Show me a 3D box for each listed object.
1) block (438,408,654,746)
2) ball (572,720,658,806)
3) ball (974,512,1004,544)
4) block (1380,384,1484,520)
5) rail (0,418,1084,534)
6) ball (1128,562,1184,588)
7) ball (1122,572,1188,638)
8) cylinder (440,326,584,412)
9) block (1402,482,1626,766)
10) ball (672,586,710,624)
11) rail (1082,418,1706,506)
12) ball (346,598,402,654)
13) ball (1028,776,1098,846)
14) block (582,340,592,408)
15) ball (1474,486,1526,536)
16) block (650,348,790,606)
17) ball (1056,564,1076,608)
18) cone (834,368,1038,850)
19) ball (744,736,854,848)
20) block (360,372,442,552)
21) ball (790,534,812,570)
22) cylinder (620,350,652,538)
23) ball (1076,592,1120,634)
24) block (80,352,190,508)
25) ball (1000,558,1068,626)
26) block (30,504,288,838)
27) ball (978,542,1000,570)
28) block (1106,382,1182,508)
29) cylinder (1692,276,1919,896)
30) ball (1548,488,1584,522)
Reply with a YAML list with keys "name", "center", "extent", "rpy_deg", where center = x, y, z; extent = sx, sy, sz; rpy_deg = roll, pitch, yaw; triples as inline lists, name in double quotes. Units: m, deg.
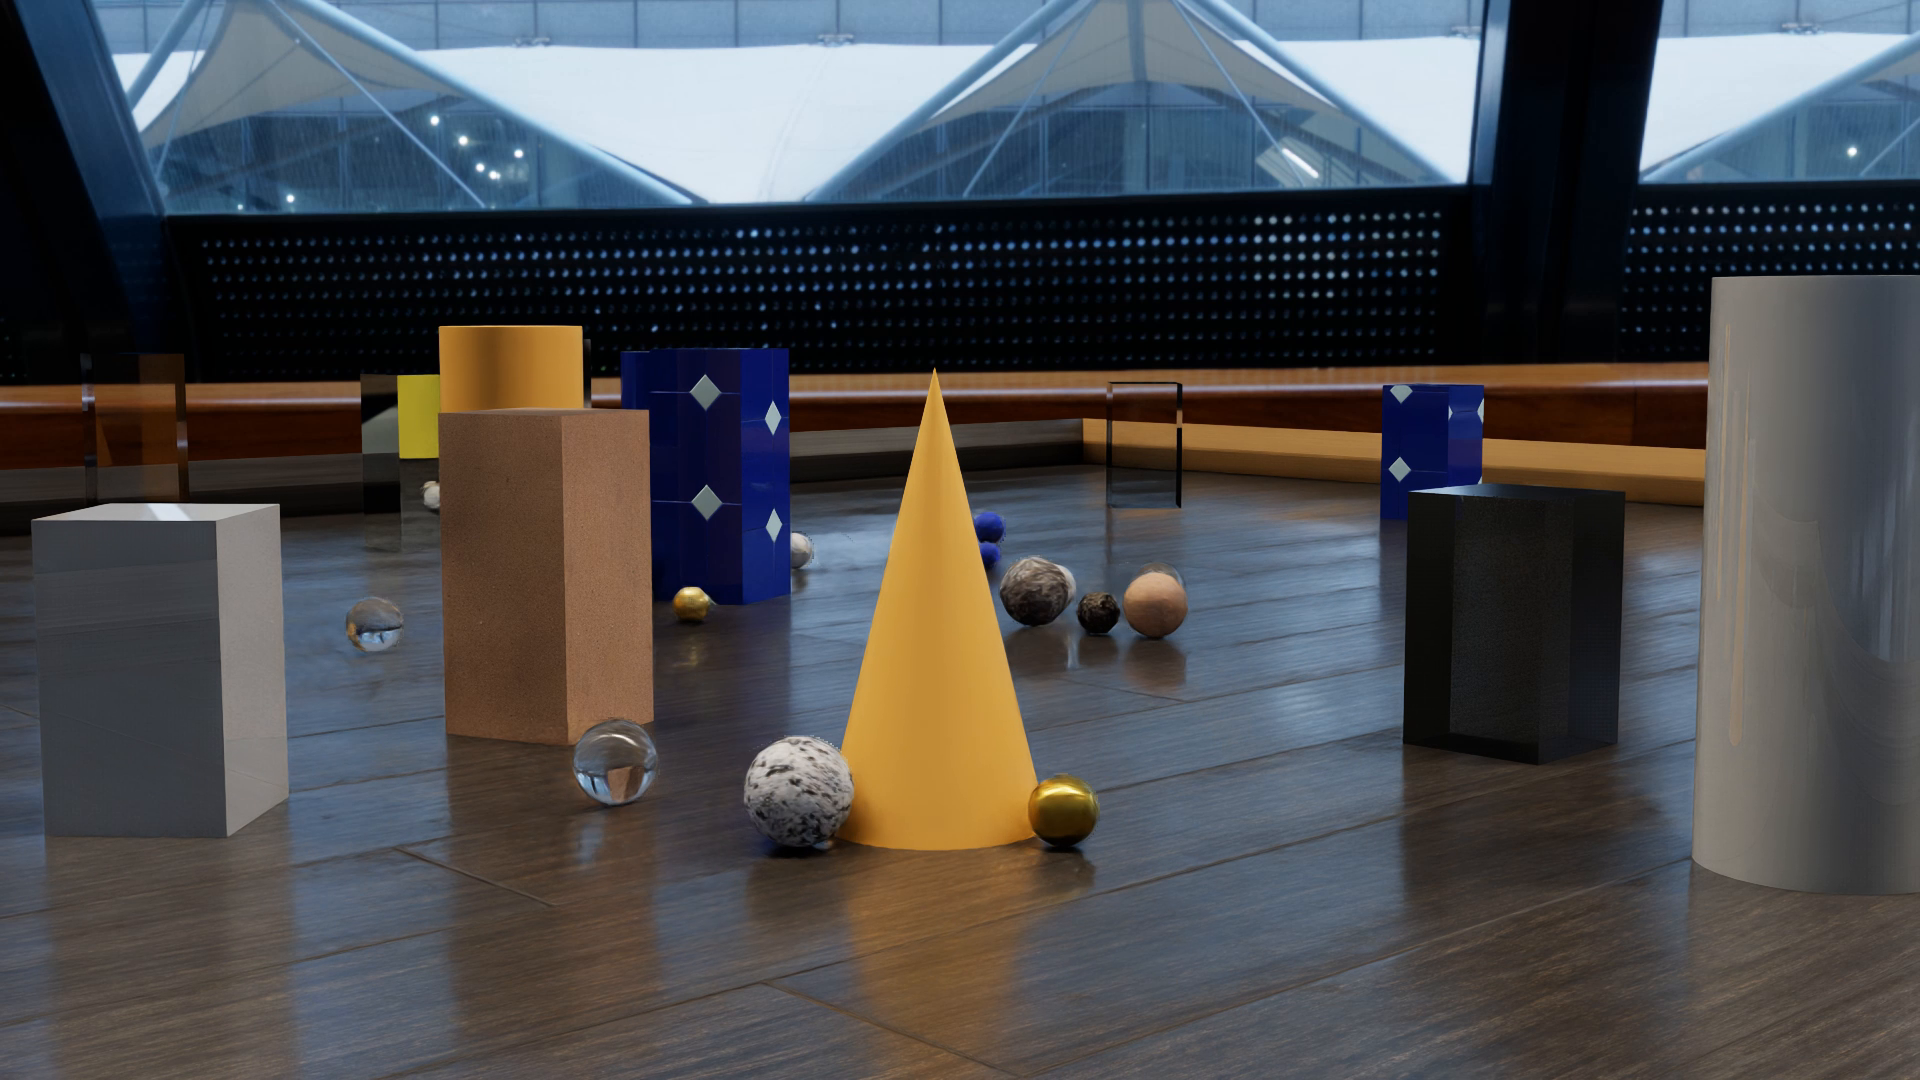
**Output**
- name: "block"
  center: [-0.438, 0.032, 2.336]
  extent: [0.156, 0.338, 0.156]
  rpy_deg: [3, 7, 26]
- name: "ball"
  center: [-0.311, 0.200, 1.984]
  extent: [0.077, 0.077, 0.077]
  rpy_deg: [0, 6, 0]
- name: "ball"
  center: [0.054, -0.023, 4.183]
  extent: [0.063, 0.063, 0.063]
  rpy_deg: [0, 6, 0]
- name: "block"
  center: [1.010, -0.189, 4.704]
  extent: [0.156, 0.285, 0.156]
  rpy_deg: [5, 8, 40]
- name: "rail"
  center: [-1.371, -0.122, 4.810]
  extent: [4.753, 0.127, 0.045]
  rpy_deg: [-5, 8, -42]
- name: "ball"
  center: [0.285, 0.072, 3.189]
  extent: [0.081, 0.081, 0.081]
  rpy_deg: [0, 6, 0]
- name: "ball"
  center: [0.266, 0.088, 2.999]
  extent: [0.089, 0.089, 0.089]
  rpy_deg: [0, 6, 0]
- name: "cylinder"
  center: [-0.624, -0.087, 3.077]
  extent: [0.195, 0.422, 0.195]
  rpy_deg: [0, 6, 0]
- name: "block"
  center: [0.567, 0.080, 2.252]
  extent: [0.156, 0.260, 0.156]
  rpy_deg: [6, 8, 45]
- name: "ball"
  center: [-0.383, 0.092, 3.131]
  extent: [0.053, 0.053, 0.053]
  rpy_deg: [0, 6, 0]
- name: "rail"
  center: [1.729, -0.133, 4.919]
  extent: [0.045, 0.127, 4.092]
  rpy_deg: [-5, 8, -42]
- name: "ball"
  center: [-0.762, 0.111, 2.859]
  extent: [0.073, 0.073, 0.073]
  rpy_deg: [0, 6, 0]
- name: "ball"
  center: [0.085, 0.226, 1.831]
  extent: [0.059, 0.059, 0.059]
  rpy_deg: [0, 6, 0]
- name: "block"
  center: [-0.839, -0.204, 4.360]
  extent: [0.156, 0.386, 0.156]
  rpy_deg: [3, 6, 23]
- name: "ball"
  center: [1.064, -0.056, 4.331]
  extent: [0.098, 0.098, 0.098]
  rpy_deg: [0, 6, 0]
- name: "block"
  center: [-0.369, -0.103, 3.404]
  extent: [0.156, 0.385, 0.156]
  rpy_deg: [3, 6, 23]
- name: "ball"
  center: [0.136, 0.071, 3.246]
  extent: [0.072, 0.072, 0.072]
  rpy_deg: [0, 6, 0]
- name: "cone"
  center: [-0.022, 0.049, 1.894]
  extent: [0.195, 0.396, 0.195]
  rpy_deg: [0, 6, 0]
- name: "ball"
  center: [-0.134, 0.209, 1.828]
  extent: [0.092, 0.092, 0.092]
  rpy_deg: [0, 6, 0]
- name: "block"
  center: [-1.016, -0.150, 4.134]
  extent: [0.156, 0.325, 0.156]
  rpy_deg: [-5, 8, -40]
- name: "ball"
  center: [-0.285, 0.019, 3.788]
  extent: [0.062, 0.062, 0.062]
  rpy_deg: [0, 6, 0]
- name: "cylinder"
  center: [-0.573, -0.192, 4.367]
  extent: [0.195, 0.362, 0.195]
  rpy_deg: [0, 6, 0]
- name: "ball"
  center: [0.190, 0.100, 3.030]
  extent: [0.059, 0.059, 0.059]
  rpy_deg: [0, 6, 0]
- name: "block"
  center: [-1.522, -0.162, 4.061]
  extent: [0.156, 0.365, 0.156]
  rpy_deg: [-3, 7, -29]
- name: "ball"
  center: [0.105, 0.073, 3.102]
  extent: [0.097, 0.097, 0.097]
  rpy_deg: [0, 6, 0]
- name: "block"
  center: [-0.696, 0.109, 1.928]
  extent: [0.156, 0.270, 0.156]
  rpy_deg: [0, 6, 2]
- name: "ball"
  center: [0.046, 0.027, 3.779]
  extent: [0.048, 0.048, 0.048]
  rpy_deg: [0, 6, 0]
- name: "block"
  center: [0.418, -0.218, 5.007]
  extent: [0.156, 0.279, 0.156]
  rpy_deg: [0, 6, -1]
- name: "cylinder"
  center: [0.693, 0.027, 1.750]
  extent: [0.195, 0.470, 0.195]
  rpy_deg: [0, 6, 0]
- name: "ball"
  center: [1.279, -0.075, 4.639]
  extent: [0.071, 0.071, 0.071]
  rpy_deg: [0, 6, 0]
